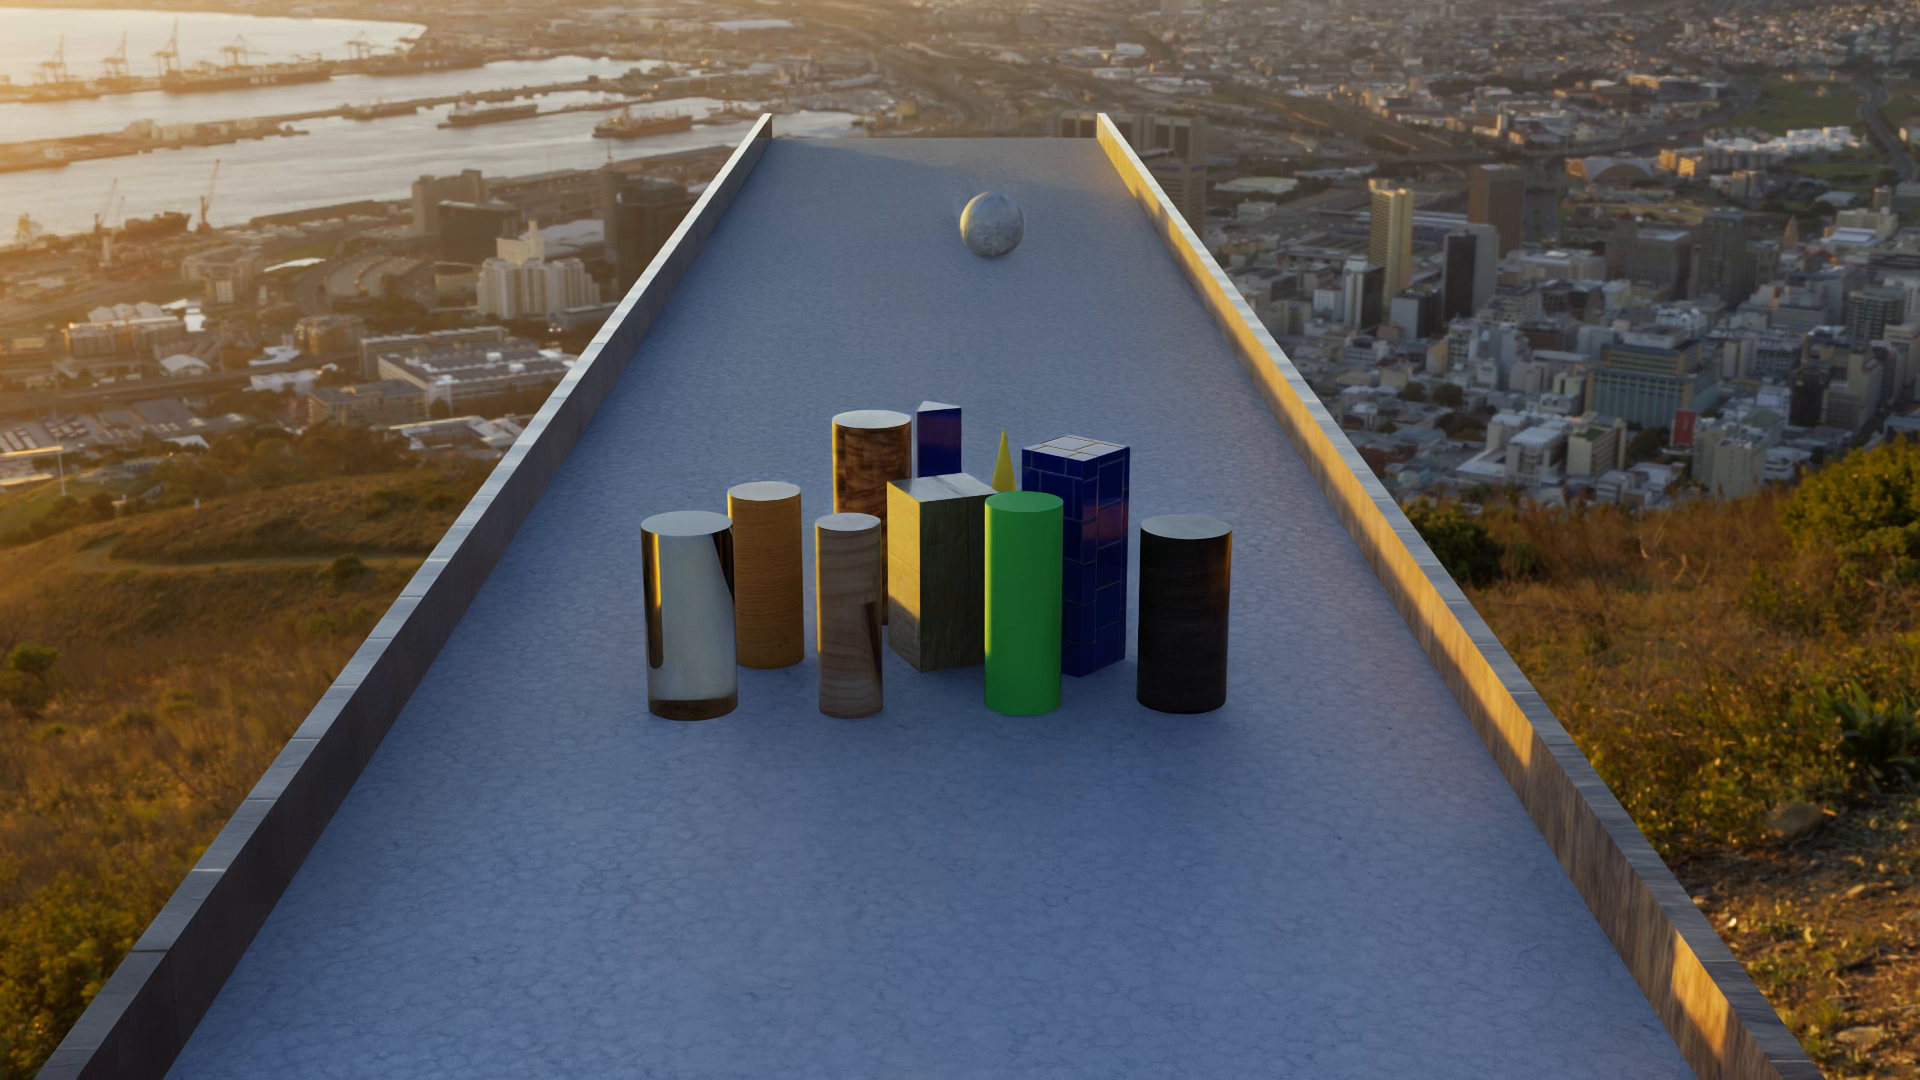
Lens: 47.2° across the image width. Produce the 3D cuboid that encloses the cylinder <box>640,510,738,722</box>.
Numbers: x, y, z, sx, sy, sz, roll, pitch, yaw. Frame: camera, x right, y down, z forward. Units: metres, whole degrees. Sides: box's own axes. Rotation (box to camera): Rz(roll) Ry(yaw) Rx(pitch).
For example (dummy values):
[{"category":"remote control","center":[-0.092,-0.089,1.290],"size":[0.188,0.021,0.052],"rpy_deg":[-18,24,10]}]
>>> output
[{"category":"cylinder","center":[-0.506,0.141,4.123],"size":[0.170,0.359,0.170],"rpy_deg":[0,17,0]}]

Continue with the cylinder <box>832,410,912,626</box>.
[{"category":"cylinder","center":[-0.184,-0.047,4.637],"size":[0.165,0.427,0.165],"rpy_deg":[0,17,0]}]

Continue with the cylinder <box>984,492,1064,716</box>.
[{"category":"cylinder","center":[0.119,0.119,4.132],"size":[0.146,0.397,0.146],"rpy_deg":[0,17,0]}]

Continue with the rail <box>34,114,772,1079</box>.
[{"category":"rail","center":[-1.118,-0.838,7.780],"size":[0.050,0.150,12.000],"rpy_deg":[0,17,-1]}]

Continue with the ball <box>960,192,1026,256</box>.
[{"category":"ball","center":[0.138,-1.321,9.194],"size":[0.270,0.270,0.270],"rpy_deg":[0,17,0]}]

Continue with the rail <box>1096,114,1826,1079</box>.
[{"category":"rail","center":[0.932,-0.844,7.801],"size":[0.050,0.150,12.000],"rpy_deg":[0,17,-1]}]

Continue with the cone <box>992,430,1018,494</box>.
[{"category":"cone","center":[0.092,-0.040,4.638],"size":[0.165,0.413,0.165],"rpy_deg":[0,17,0]}]

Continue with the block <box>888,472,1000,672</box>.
[{"category":"block","center":[-0.034,0.063,4.402],"size":[0.171,0.350,0.171],"rpy_deg":[-7,18,-22]}]

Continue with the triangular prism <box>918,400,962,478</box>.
[{"category":"triangular prism","center":[-0.061,-0.107,4.892],"size":[0.103,0.396,0.089],"rpy_deg":[-7,18,-22]}]

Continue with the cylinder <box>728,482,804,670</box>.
[{"category":"cylinder","center":[-0.386,0.070,4.383],"size":[0.144,0.348,0.144],"rpy_deg":[0,17,0]}]

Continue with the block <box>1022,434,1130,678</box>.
[{"category":"block","center":[0.227,0.030,4.353],"size":[0.150,0.440,0.150],"rpy_deg":[14,21,38]}]

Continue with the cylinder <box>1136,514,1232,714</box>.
[{"category":"cylinder","center":[0.423,0.139,4.160],"size":[0.170,0.343,0.170],"rpy_deg":[0,17,0]}]

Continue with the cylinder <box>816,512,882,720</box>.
[{"category":"cylinder","center":[-0.206,0.141,4.109],"size":[0.121,0.366,0.121],"rpy_deg":[0,17,0]}]
